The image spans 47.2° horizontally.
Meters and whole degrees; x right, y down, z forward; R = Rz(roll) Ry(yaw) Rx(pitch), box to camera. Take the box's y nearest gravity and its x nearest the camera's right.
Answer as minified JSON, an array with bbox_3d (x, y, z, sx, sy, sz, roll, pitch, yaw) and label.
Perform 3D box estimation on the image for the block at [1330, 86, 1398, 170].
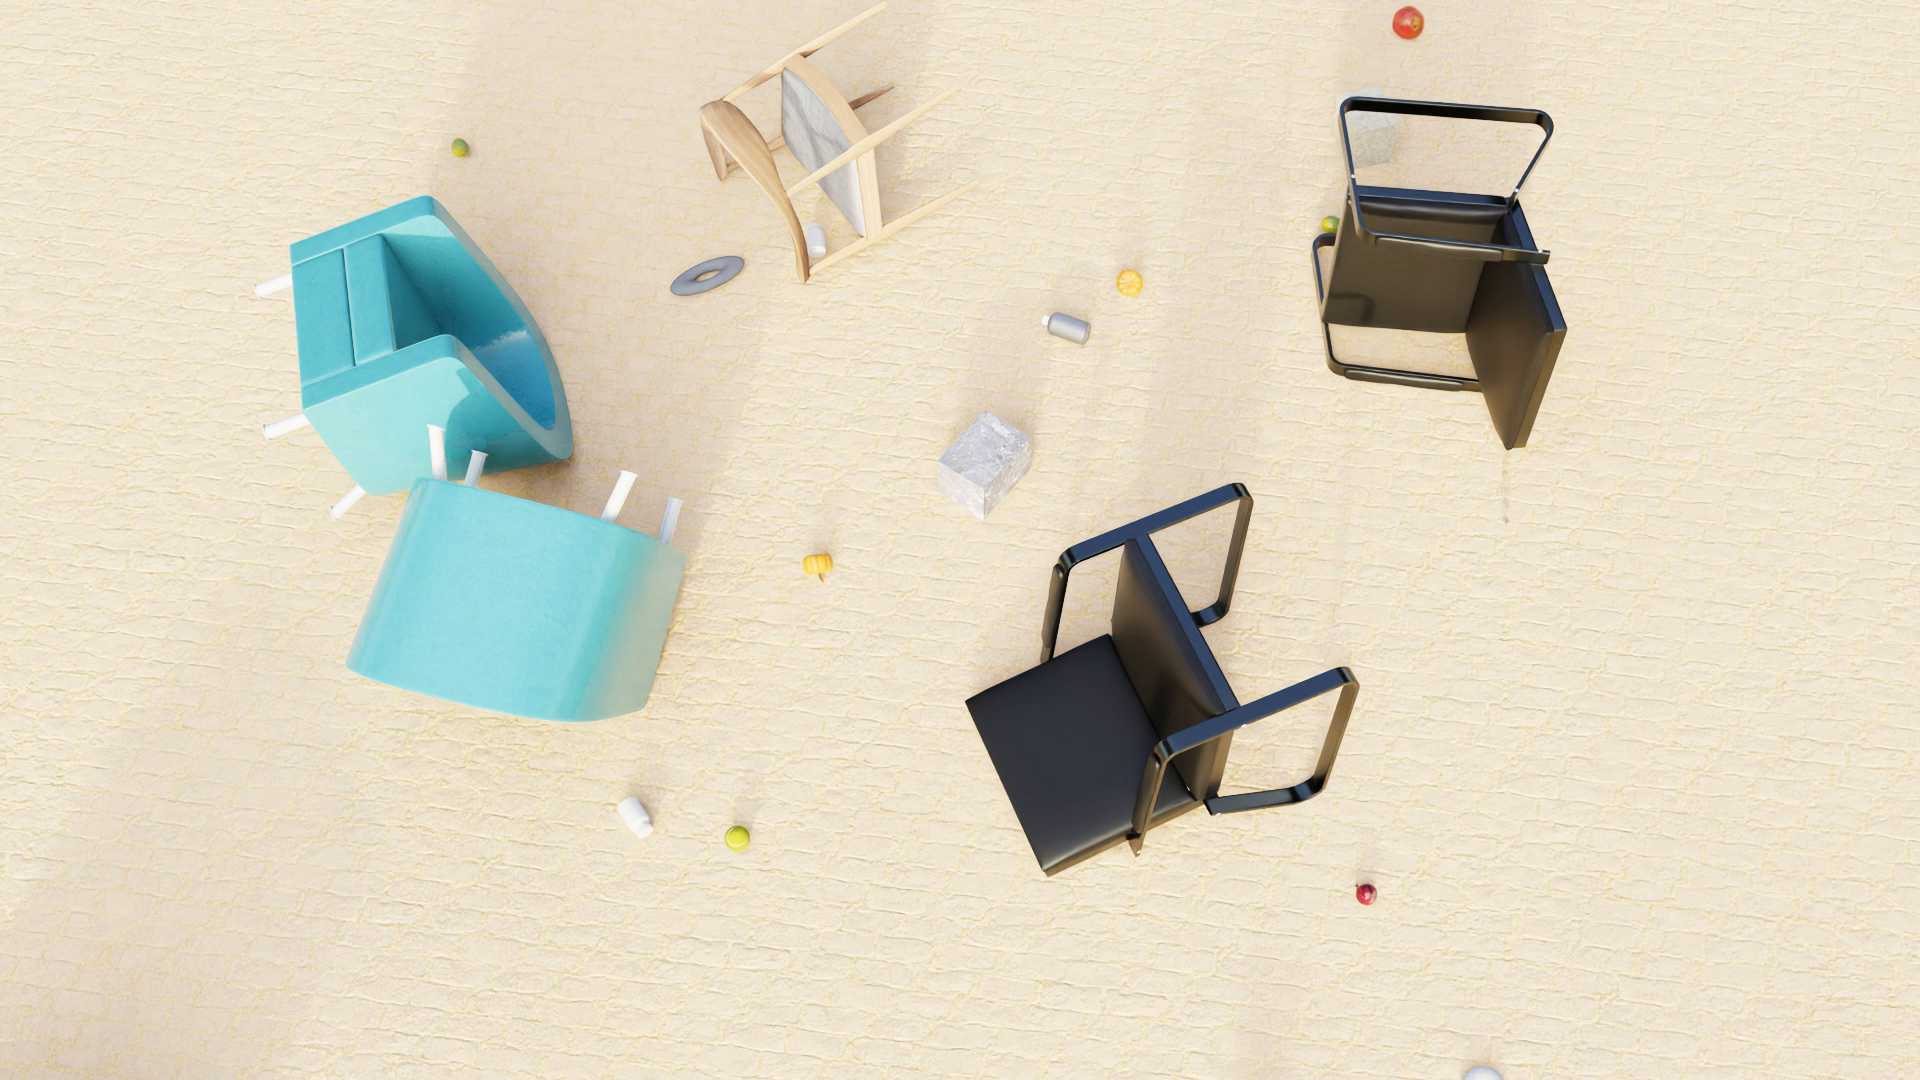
[{"bbox_3d":[1.357,-1.383,7.393,0.146,0.181,0.180,-12,57,-8],"label":"block"}]

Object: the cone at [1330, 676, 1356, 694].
[{"bbox_3d":[1.095,0.403,6.268,0.074,0.060,0.042,15,57,10],"label":"cone"}]

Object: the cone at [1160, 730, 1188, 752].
[{"bbox_3d":[0.607,0.550,6.187,0.080,0.067,0.063,17,29,4],"label":"cone"}]

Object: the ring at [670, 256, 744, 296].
[{"bbox_3d":[-0.818,-0.856,7.125,0.264,0.039,0.108,-26,59,-16],"label":"ring"}]

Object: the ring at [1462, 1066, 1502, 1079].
[{"bbox_3d":[1.336,1.413,5.610,0.120,0.028,0.149,9,56,7],"label":"ring"}]

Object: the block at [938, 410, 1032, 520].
[{"bbox_3d":[0.074,-0.226,6.629,0.173,0.161,0.239,32,62,20],"label":"block"}]
